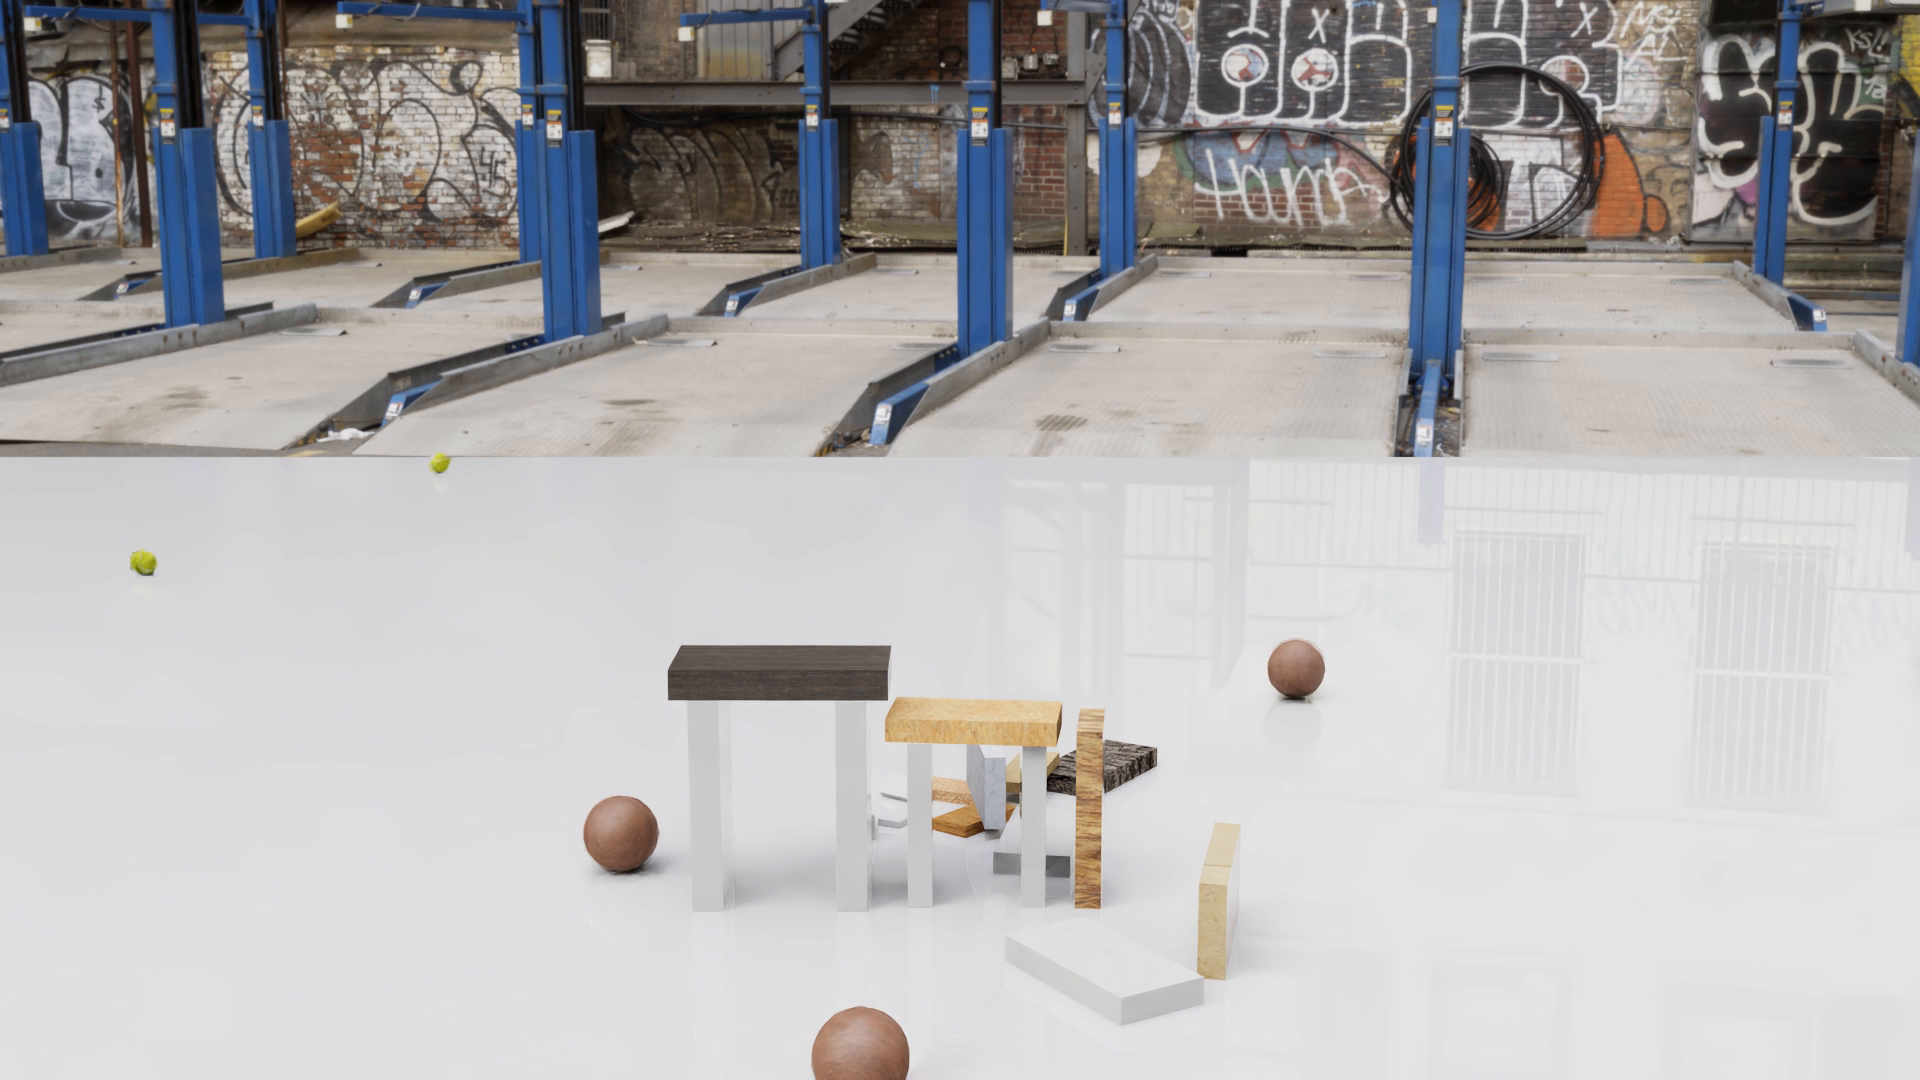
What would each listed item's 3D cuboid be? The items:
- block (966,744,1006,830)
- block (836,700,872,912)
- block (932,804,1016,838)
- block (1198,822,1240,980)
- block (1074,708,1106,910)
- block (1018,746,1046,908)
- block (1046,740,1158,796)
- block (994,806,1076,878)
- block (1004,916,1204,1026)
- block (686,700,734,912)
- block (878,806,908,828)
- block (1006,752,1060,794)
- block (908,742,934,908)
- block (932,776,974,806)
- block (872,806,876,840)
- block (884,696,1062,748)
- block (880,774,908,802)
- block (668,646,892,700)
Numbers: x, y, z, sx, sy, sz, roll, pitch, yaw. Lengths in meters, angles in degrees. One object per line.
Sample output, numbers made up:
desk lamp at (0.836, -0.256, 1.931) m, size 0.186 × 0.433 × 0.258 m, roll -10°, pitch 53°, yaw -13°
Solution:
block at (0.047, 0.426, 4.067) m, size 0.038 × 0.133 × 0.289 m, roll -1°, pitch 11°, yaw -6°
block at (-0.175, 0.416, 3.639) m, size 0.050 × 0.353 × 0.176 m, roll 0°, pitch 11°, yaw 0°
block at (0.030, 0.510, 4.037) m, size 0.078 × 0.022 × 0.156 m, roll 9°, pitch 14°, yaw 39°
block at (0.405, 0.559, 3.428) m, size 0.042 × 0.149 × 0.299 m, roll 2°, pitch 11°, yaw 11°
block at (0.216, 0.443, 3.643) m, size 0.042 × 0.299 × 0.149 m, roll 1°, pitch 11°, yaw 5°
block at (0.120, 0.453, 3.645) m, size 0.039 × 0.278 × 0.139 m, roll 0°, pitch 11°, yaw 0°
block at (0.269, 0.448, 4.328) m, size 0.133 × 0.038 × 0.266 m, roll 6°, pitch 12°, yaw 31°
block at (0.145, 0.531, 3.884) m, size 0.133 × 0.038 × 0.265 m, roll 2°, pitch 11°, yaw 10°
block at (0.212, 0.640, 3.285) m, size 0.149 × 0.042 × 0.299 m, roll -7°, pitch 12°, yaw -32°
block at (-0.412, 0.416, 3.639) m, size 0.050 × 0.353 × 0.176 m, roll 0°, pitch 11°, yaw 0°
block at (-0.109, 0.511, 4.059) m, size 0.046 × 0.013 × 0.092 m, roll 5°, pitch 12°, yaw 26°
block at (0.128, 0.444, 4.214) m, size 0.078 × 0.022 × 0.156 m, roll 3°, pitch 18°, yaw 22°
block at (-0.066, 0.453, 3.646) m, size 0.039 × 0.278 × 0.139 m, roll 0°, pitch 11°, yaw 0°
block at (-0.004, 0.480, 4.199) m, size 0.156 × 0.022 × 0.078 m, roll 5°, pitch 12°, yaw 24°
block at (-0.164, 0.507, 3.988) m, size 0.013 × 0.046 × 0.092 m, roll -1°, pitch 11°, yaw -7°
block at (0.024, 0.298, 3.611) m, size 0.278 × 0.039 × 0.139 m, roll 1°, pitch 11°, yaw 6°
block at (-0.104, 0.474, 4.188) m, size 0.092 × 0.013 × 0.046 m, roll 8°, pitch 53°, yaw 38°
block at (-0.292, 0.217, 3.607) m, size 0.353 × 0.050 × 0.176 m, roll 0°, pitch 11°, yaw 0°
